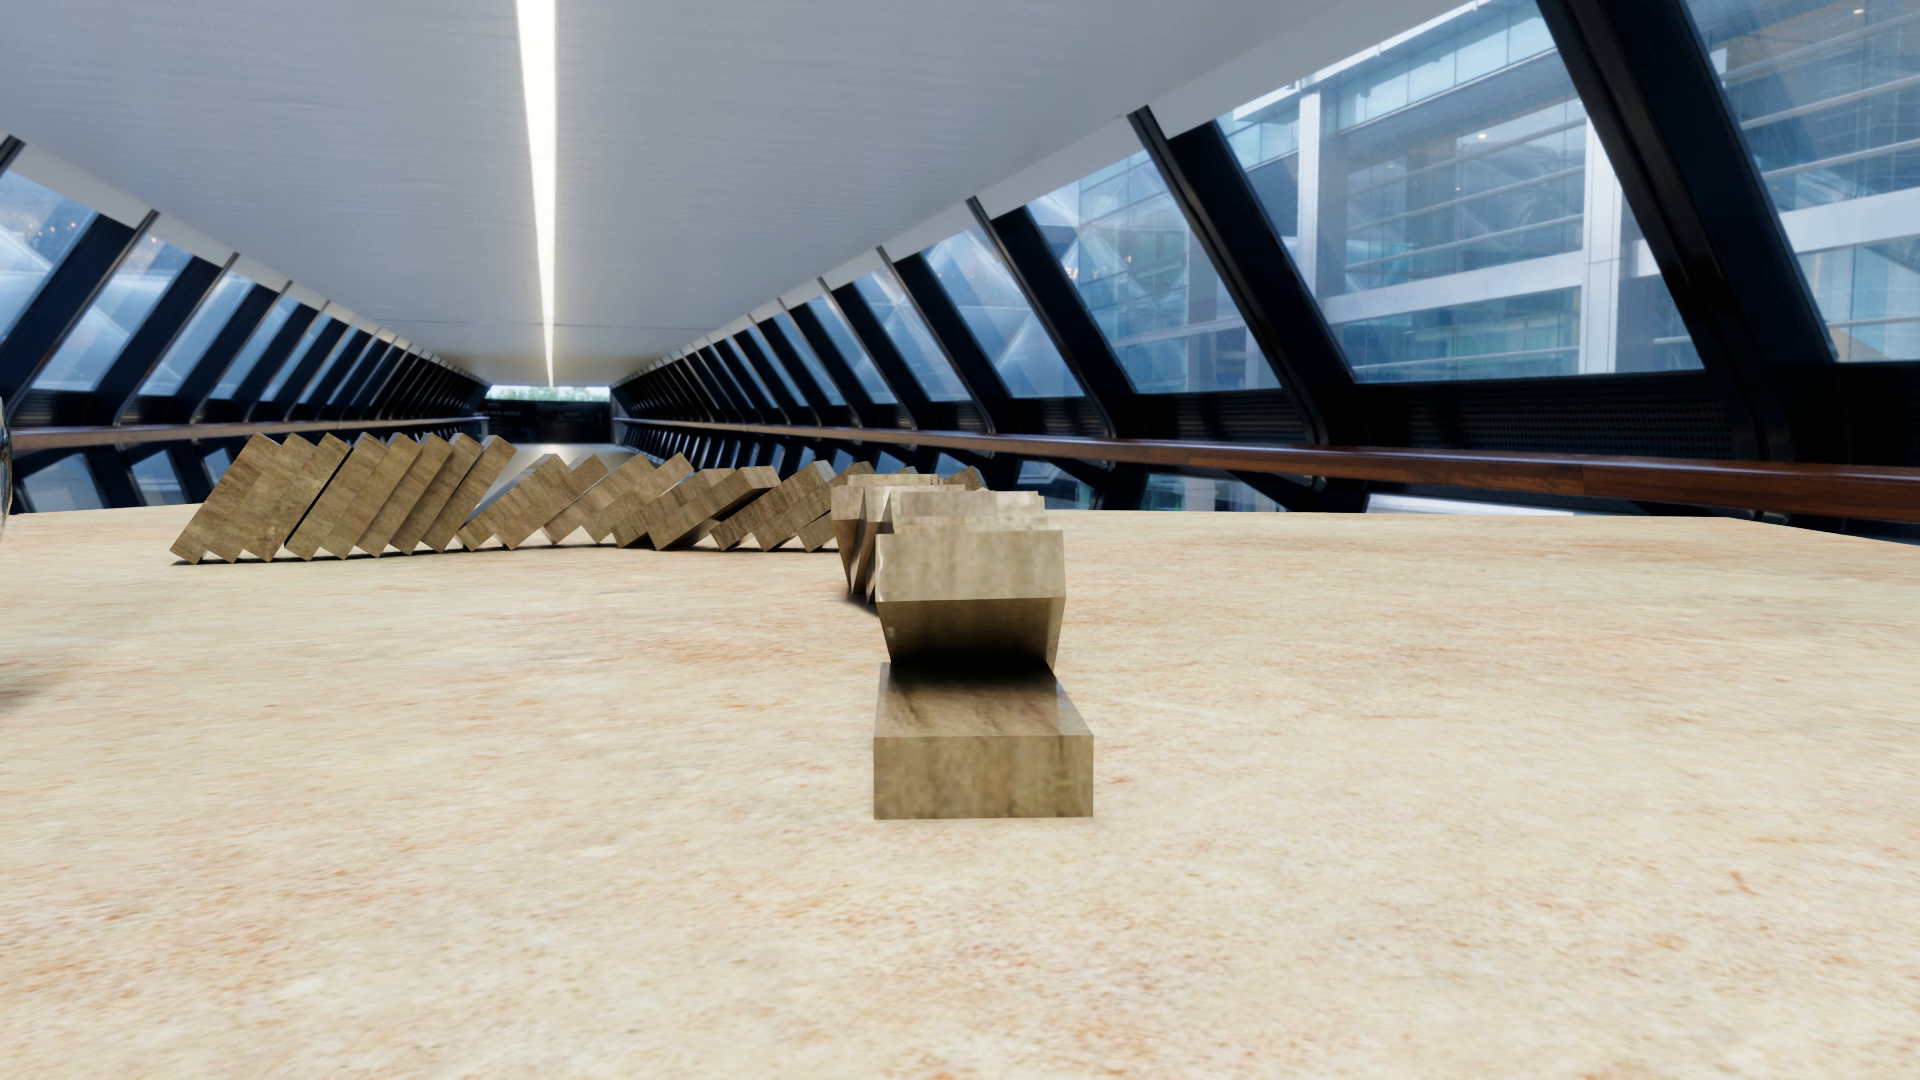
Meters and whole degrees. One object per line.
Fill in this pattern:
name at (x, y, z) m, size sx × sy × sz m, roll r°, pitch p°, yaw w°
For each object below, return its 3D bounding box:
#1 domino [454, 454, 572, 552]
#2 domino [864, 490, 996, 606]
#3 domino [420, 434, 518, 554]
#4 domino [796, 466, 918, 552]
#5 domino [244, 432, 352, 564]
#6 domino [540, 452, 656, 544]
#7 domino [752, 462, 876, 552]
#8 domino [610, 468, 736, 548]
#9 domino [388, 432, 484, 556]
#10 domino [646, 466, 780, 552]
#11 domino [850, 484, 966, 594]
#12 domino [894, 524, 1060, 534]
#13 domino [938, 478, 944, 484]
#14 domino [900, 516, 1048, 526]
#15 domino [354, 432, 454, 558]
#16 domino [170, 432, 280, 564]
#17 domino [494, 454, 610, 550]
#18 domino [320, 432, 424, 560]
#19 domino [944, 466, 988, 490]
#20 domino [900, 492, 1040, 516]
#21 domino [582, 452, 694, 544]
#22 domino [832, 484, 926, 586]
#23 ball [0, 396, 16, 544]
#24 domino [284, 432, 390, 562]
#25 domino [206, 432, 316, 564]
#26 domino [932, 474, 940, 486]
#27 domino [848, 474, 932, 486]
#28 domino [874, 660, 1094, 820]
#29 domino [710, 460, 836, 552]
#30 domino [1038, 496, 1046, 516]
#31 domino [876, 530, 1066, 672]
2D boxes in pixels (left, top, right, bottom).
domino at (-0.183, -0.016, 0.520) m, size 0.050 × 0.009 × 0.025 m, roll -43°, pitch 22°, yaw -19°
domino at (-0.008, 0.003, 0.321) m, size 0.025 × 0.010 × 0.050 m, roll -1°, pitch -23°, yaw -12°
domino at (-0.197, -0.019, 0.510) m, size 0.010 × 0.050 × 0.025 m, roll 38°, pitch -14°, yaw -25°
domino at (-0.039, -0.012, 0.510) m, size 0.050 × 0.009 × 0.025 m, roll -30°, pitch 1°, yaw 7°
domino at (-0.243, -0.016, 0.472) m, size 0.010 × 0.050 × 0.025 m, roll 36°, pitch -11°, yaw -23°
domino at (-0.152, -0.017, 0.538) m, size 0.050 × 0.010 × 0.025 m, roll -40°, pitch 13°, yaw -18°
domino at (-0.057, -0.014, 0.511) m, size 0.050 × 0.010 × 0.025 m, roll -33°, pitch 1°, yaw 8°
domino at (-0.115, -0.013, 0.525) m, size 0.050 × 0.009 × 0.025 m, roll -29°, pitch -6°, yaw 20°
domino at (-0.206, -0.018, 0.501) m, size 0.010 × 0.050 × 0.025 m, roll 36°, pitch -13°, yaw -26°
domino at (-0.098, -0.013, 0.512) m, size 0.050 × 0.010 × 0.025 m, roll -31°, pitch -7°, yaw 20°
domino at (-0.014, 0.001, 0.339) m, size 0.025 × 0.010 × 0.050 m, roll -2°, pitch -23°, yaw -10°
domino at (0.002, 0.011, 0.216) m, size 0.025 × 0.009 × 0.050 m, roll 0°, pitch -21°, yaw -3°
domino at (-0.017, -0.007, 0.447) m, size 0.025 × 0.010 × 0.050 m, roll 0°, pitch -23°, yaw 3°
domino at (0.001, 0.010, 0.238) m, size 0.025 × 0.010 × 0.050 m, roll 0°, pitch -21°, yaw -3°
domino at (-0.214, -0.018, 0.491) m, size 0.010 × 0.050 × 0.025 m, roll 36°, pitch -13°, yaw -26°
domino at (-0.265, -0.016, 0.465) m, size 0.010 × 0.050 × 0.025 m, roll 36°, pitch -11°, yaw -23°
domino at (-0.170, -0.016, 0.528) m, size 0.050 × 0.010 × 0.025 m, roll -43°, pitch 21°, yaw -18°
domino at (-0.222, -0.017, 0.483) m, size 0.010 × 0.050 × 0.025 m, roll 36°, pitch -13°, yaw -26°
domino at (-0.014, -0.013, 0.513) m, size 0.050 × 0.010 × 0.025 m, roll -27°, pitch -4°, yaw 6°
domino at (0.001, 0.006, 0.255) m, size 0.025 × 0.010 × 0.050 m, roll 0°, pitch -24°, yaw -2°
domino at (-0.135, -0.018, 0.541) m, size 0.050 × 0.010 × 0.025 m, roll -39°, pitch 8°, yaw -10°
domino at (-0.021, -0.001, 0.361) m, size 0.025 × 0.010 × 0.050 m, roll -2°, pitch -23°, yaw 0°
ball at (-0.185, -0.011, 0.184) m, size 0.080 × 0.080 × 0.080 m, roll 0°, pitch 4°, yaw 0°
domino at (-0.232, -0.017, 0.477) m, size 0.009 × 0.050 × 0.025 m, roll 36°, pitch -12°, yaw -26°
domino at (-0.254, -0.016, 0.469) m, size 0.010 × 0.050 × 0.025 m, roll 36°, pitch -11°, yaw -23°
domino at (-0.018, -0.006, 0.424) m, size 0.025 × 0.010 × 0.050 m, roll 0°, pitch -25°, yaw 4°
domino at (-0.020, -0.005, 0.404) m, size 0.025 × 0.009 × 0.050 m, roll 0°, pitch -25°, yaw 4°
domino at (0.002, 0.025, 0.170) m, size 0.025 × 0.010 × 0.050 m, roll 0°, pitch 4°, yaw -2°
domino at (-0.074, -0.014, 0.512) m, size 0.050 × 0.010 × 0.025 m, roll -33°, pitch 1°, yaw 8°
domino at (0.002, 0.005, 0.277) m, size 0.025 × 0.010 × 0.050 m, roll 2°, pitch -24°, yaw -7°
domino at (0.002, 0.012, 0.193) m, size 0.025 × 0.010 × 0.050 m, roll -1°, pitch -21°, yaw 1°
